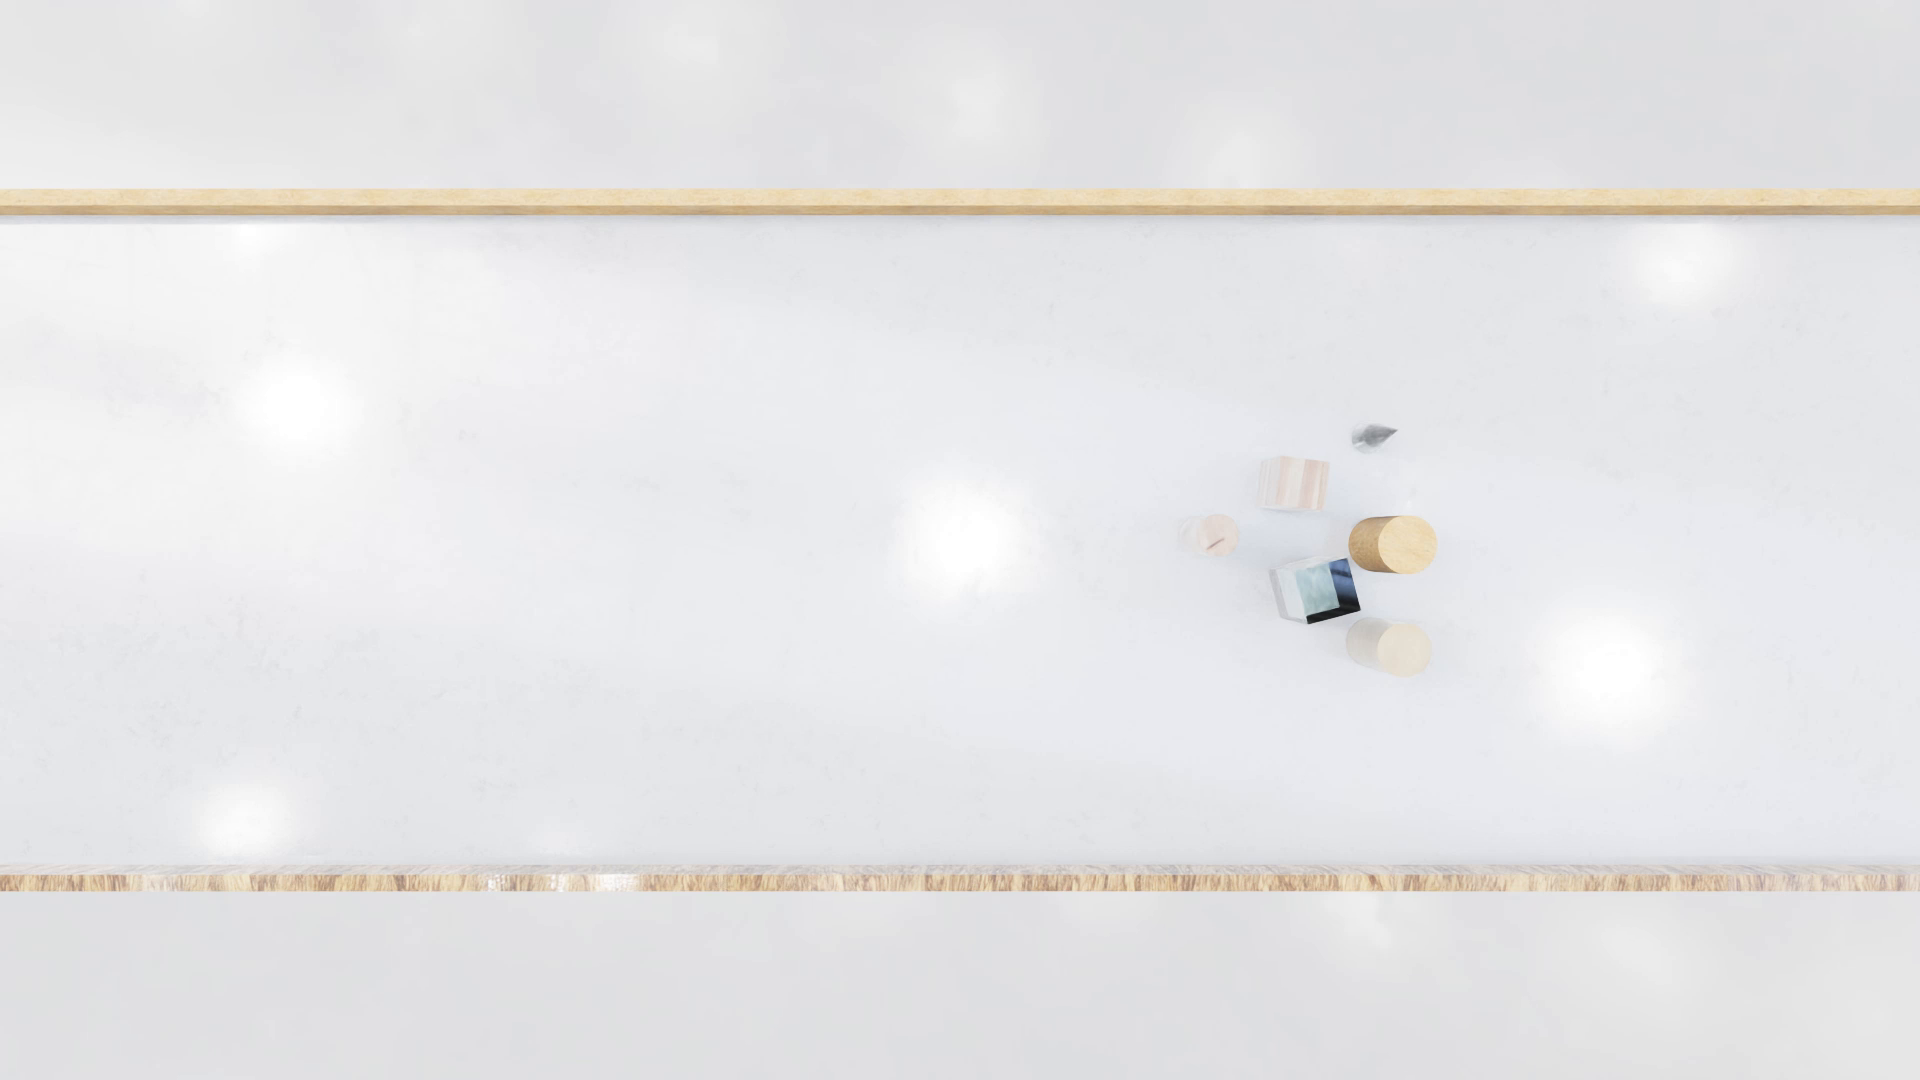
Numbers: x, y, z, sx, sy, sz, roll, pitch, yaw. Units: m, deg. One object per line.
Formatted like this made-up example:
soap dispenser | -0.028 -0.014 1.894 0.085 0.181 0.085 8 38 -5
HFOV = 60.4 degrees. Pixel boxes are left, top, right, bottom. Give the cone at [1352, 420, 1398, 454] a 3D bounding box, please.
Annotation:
cone | 1.255 -0.316 4.896 0.102 0.362 0.102 0 90 0

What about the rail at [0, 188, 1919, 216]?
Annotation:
rail | -2.247 -1.025 5.002 12.000 0.150 0.050 0 90 0

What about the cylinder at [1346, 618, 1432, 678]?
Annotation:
cylinder | 1.265 0.314 4.885 0.155 0.384 0.155 0 90 0

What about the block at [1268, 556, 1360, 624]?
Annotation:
block | 1.042 0.145 4.875 0.156 0.404 0.156 -15 90 0

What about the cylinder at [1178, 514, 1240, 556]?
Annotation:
cylinder | 0.734 -0.014 4.881 0.122 0.391 0.122 0 90 0

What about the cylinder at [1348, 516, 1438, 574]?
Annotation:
cylinder | 1.280 0.013 4.894 0.170 0.365 0.170 0 90 0

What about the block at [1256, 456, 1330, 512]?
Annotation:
block | 0.989 -0.164 4.915 0.142 0.323 0.142 7 90 0

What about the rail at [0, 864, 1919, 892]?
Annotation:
rail | -2.247 1.025 5.001 12.000 0.150 0.050 0 90 0
